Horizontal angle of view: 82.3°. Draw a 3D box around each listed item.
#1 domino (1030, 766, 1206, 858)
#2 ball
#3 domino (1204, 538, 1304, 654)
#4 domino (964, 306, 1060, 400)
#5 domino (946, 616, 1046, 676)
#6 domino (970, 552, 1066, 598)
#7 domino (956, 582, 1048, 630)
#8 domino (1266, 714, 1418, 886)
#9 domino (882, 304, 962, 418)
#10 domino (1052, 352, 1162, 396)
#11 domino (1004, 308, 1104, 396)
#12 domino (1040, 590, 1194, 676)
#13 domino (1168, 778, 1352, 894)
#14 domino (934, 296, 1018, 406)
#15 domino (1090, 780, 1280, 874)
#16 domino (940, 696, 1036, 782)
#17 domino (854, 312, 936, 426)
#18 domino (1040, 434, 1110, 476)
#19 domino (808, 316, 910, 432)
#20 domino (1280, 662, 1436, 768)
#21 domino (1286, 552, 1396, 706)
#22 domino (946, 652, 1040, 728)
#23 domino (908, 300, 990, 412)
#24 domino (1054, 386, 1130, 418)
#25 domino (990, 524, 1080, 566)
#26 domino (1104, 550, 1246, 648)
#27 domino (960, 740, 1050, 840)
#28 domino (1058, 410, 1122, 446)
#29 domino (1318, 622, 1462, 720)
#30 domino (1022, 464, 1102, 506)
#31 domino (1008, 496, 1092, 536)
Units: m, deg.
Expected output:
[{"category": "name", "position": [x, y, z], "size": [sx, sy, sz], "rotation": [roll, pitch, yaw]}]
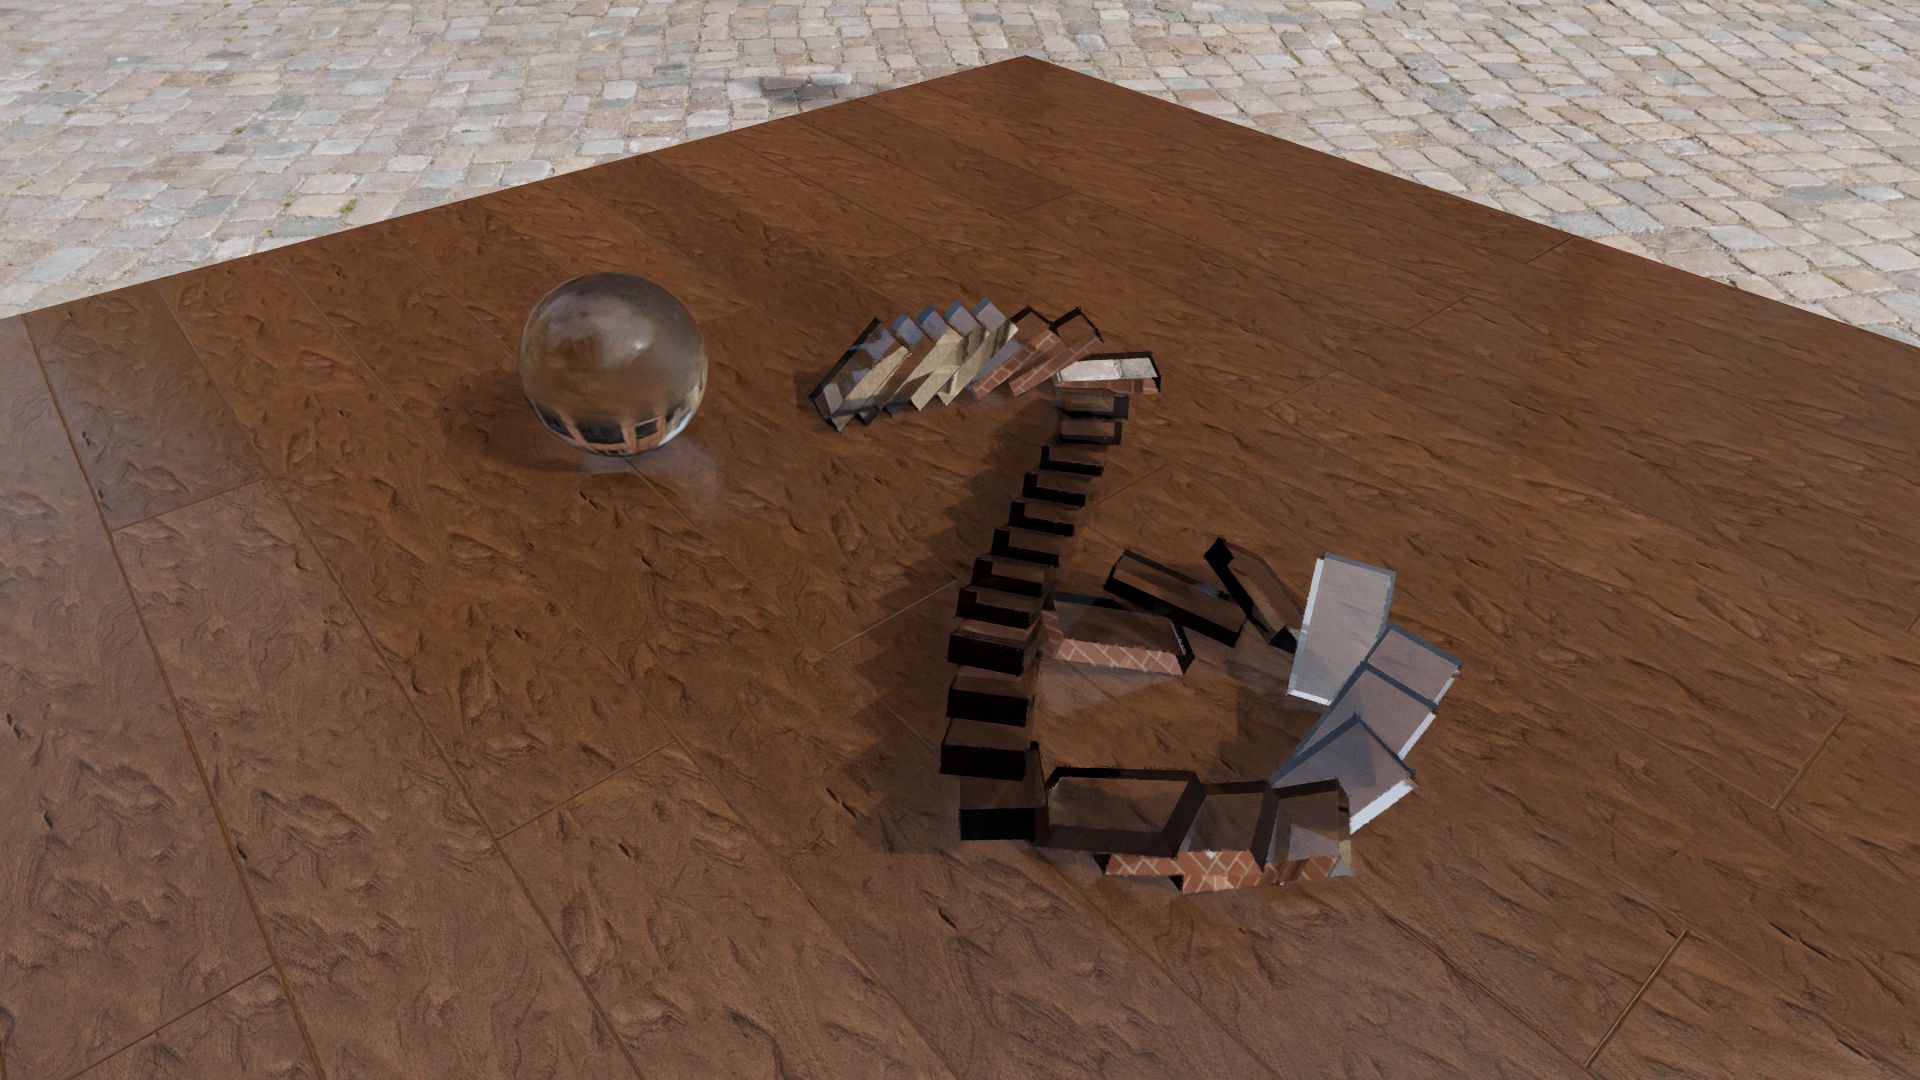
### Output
[{"category": "domino", "position": [0.045, 0.080, 0.327], "size": [0.050, 0.010, 0.025], "rotation": [-9, 27, 41]}, {"category": "ball", "position": [-0.151, -0.076, 0.481], "size": [0.080, 0.080, 0.080], "rotation": [0, 39, 0]}, {"category": "domino", "position": [0.113, 0.021, 0.408], "size": [0.025, 0.010, 0.050], "rotation": [20, 28, -33]}, {"category": "domino", "position": [0.021, -0.092, 0.538], "size": [0.050, 0.010, 0.025], "rotation": [-37, 43, -4]}, {"category": "domino", "position": [0.014, 0.034, 0.384], "size": [0.025, 0.009, 0.050], "rotation": [10, 11, 12]}, {"category": "domino", "position": [0.023, 0.011, 0.407], "size": [0.025, 0.010, 0.050], "rotation": [10, 7, 13]}, {"category": "domino", "position": [0.017, 0.021, 0.397], "size": [0.025, 0.009, 0.050], "rotation": [10, 7, 12]}, {"category": "domino", "position": [0.108, 0.078, 0.331], "size": [0.050, 0.009, 0.025], "rotation": [-36, 45, 0]}, {"category": "domino", "position": [-0.023, -0.085, 0.522], "size": [0.050, 0.009, 0.025], "rotation": [-48, 43, 13]}, {"category": "domino", "position": [0.071, -0.082, 0.543], "size": [0.050, 0.009, 0.025], "rotation": [-3, 39, -4]}, {"category": "domino", "position": [0.043, -0.093, 0.541], "size": [0.050, 0.010, 0.025], "rotation": [-30, 43, 2]}, {"category": "domino", "position": [0.056, 0.033, 0.392], "size": [0.050, 0.010, 0.025], "rotation": [9, 37, -17]}, {"category": "domino", "position": [0.086, 0.086, 0.318], "size": [0.050, 0.009, 0.025], "rotation": [-18, 34, 30]}, {"category": "domino", "position": [0.003, -0.091, 0.531], "size": [0.050, 0.009, 0.025], "rotation": [-46, 43, 11]}, {"category": "domino", "position": [0.065, 0.084, 0.321], "size": [0.050, 0.010, 0.025], "rotation": [-13, 31, 36]}, {"category": "domino", "position": [0.010, 0.061, 0.351], "size": [0.025, 0.009, 0.050], "rotation": [4, 12, 7]}, {"category": "domino", "position": [-0.035, -0.080, 0.516], "size": [0.050, 0.010, 0.025], "rotation": [-47, 43, 13]}, {"category": "domino", "position": [0.050, -0.037, 0.471], "size": [0.025, 0.010, 0.050], "rotation": [8, 12, 9]}, {"category": "domino", "position": [-0.048, -0.077, 0.513], "size": [0.050, 0.009, 0.025], "rotation": [-47, 43, 13]}, {"category": "domino", "position": [0.124, 0.065, 0.346], "size": [0.025, 0.009, 0.050], "rotation": [35, 78, 35]}, {"category": "domino", "position": [0.132, 0.032, 0.380], "size": [0.025, 0.010, 0.050], "rotation": [16, 76, 4]}, {"category": "domino", "position": [0.012, 0.048, 0.368], "size": [0.025, 0.009, 0.050], "rotation": [6, 12, 8]}, {"category": "domino", "position": [-0.010, -0.088, 0.526], "size": [0.050, 0.010, 0.025], "rotation": [-46, 43, 13]}, {"category": "domino", "position": [0.059, -0.063, 0.502], "size": [0.025, 0.009, 0.050], "rotation": [1, 12, -4]}, {"category": "domino", "position": [0.030, 0.001, 0.422], "size": [0.025, 0.010, 0.050], "rotation": [10, 7, 13]}, {"category": "domino", "position": [0.080, 0.021, 0.404], "size": [0.050, 0.009, 0.025], "rotation": [24, 21, 13]}, {"category": "domino", "position": [0.013, 0.075, 0.334], "size": [0.025, 0.010, 0.050], "rotation": [-1, 11, 0]}, {"category": "domino", "position": [0.057, -0.050, 0.487], "size": [0.025, 0.009, 0.050], "rotation": [3, 12, 2]}, {"category": "domino", "position": [0.139, 0.054, 0.360], "size": [0.025, 0.009, 0.050], "rotation": [34, 77, 32]}, {"category": "domino", "position": [0.043, -0.024, 0.455], "size": [0.025, 0.010, 0.050], "rotation": [10, 12, 12]}, {"category": "domino", "position": [0.037, -0.011, 0.438], "size": [0.025, 0.009, 0.050], "rotation": [10, 10, 12]}]
